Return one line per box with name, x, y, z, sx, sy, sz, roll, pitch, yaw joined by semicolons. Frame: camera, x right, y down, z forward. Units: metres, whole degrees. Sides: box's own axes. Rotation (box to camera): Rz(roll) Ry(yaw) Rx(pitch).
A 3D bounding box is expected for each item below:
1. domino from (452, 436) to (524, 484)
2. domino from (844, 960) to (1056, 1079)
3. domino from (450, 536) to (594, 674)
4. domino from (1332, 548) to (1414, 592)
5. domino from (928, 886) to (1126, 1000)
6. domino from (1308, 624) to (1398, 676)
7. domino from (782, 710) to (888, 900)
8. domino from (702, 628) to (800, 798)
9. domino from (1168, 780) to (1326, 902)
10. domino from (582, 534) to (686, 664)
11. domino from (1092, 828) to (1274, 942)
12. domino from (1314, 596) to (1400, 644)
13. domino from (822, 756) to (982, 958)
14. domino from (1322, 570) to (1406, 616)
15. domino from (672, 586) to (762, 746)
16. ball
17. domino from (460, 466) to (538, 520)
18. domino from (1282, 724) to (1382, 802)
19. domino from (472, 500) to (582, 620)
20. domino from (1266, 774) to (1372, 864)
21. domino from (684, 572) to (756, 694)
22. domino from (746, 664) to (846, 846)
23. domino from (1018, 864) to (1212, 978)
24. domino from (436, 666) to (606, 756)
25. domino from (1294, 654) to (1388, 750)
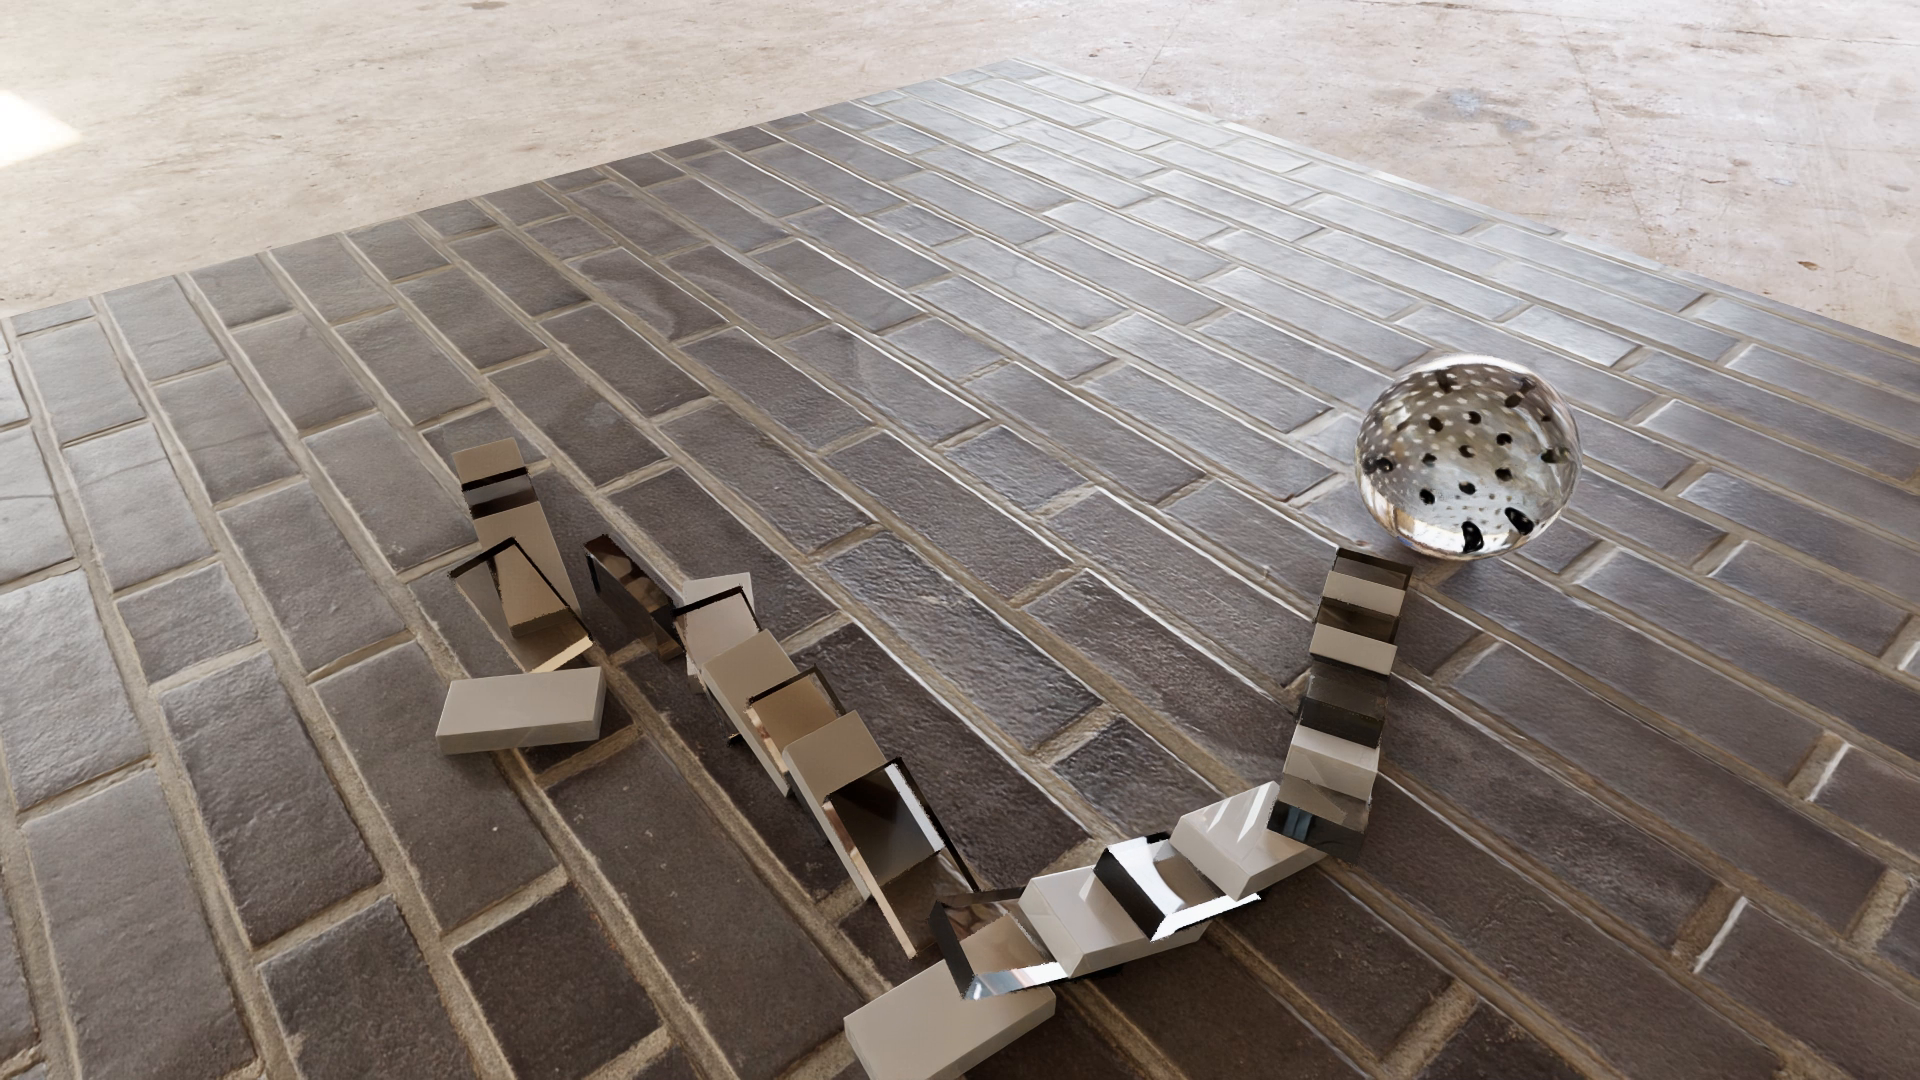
domino;-0.187;-0.017;0.449;0.025;0.010;0.050;-19;66;-22
domino;-0.002;0.126;0.290;0.050;0.009;0.025;-22;44;-25
domino;-0.158;0.025;0.397;0.025;0.010;0.050;-36;73;-28
domino;0.150;0.013;0.403;0.025;0.009;0.050;17;-1;19
domino;0.019;0.107;0.298;0.050;0.010;0.025;4;32;-30
domino;0.133;0.037;0.373;0.025;0.010;0.050;17;-1;19
domino;-0.030;0.079;0.331;0.025;0.010;0.050;-25;70;-27
domino;-0.060;0.056;0.360;0.025;0.009;0.050;-29;70;-30
domino;0.087;0.087;0.322;0.050;0.009;0.025;-4;33;-44
domino;-0.120;0.021;0.405;0.010;0.025;0.050;-29;48;-31
domino;0.064;0.095;0.312;0.050;0.009;0.025;0;33;-40
domino;0.138;0.029;0.383;0.025;0.010;0.050;17;-1;19
domino;-0.016;0.091;0.317;0.025;0.010;0.050;-24;69;-27
domino;0.143;0.021;0.393;0.025;0.009;0.050;17;-1;19
domino;-0.077;0.042;0.377;0.025;0.010;0.050;-21;66;-22
ball;0.195;-0.032;0.427;0.080;0.080;0.080;0;39;0
domino;-0.175;-0.003;0.432;0.025;0.010;0.050;-20;66;-22
domino;0.119;0.065;0.347;0.025;0.010;0.050;17;15;19
domino;-0.163;0.011;0.415;0.025;0.009;0.050;-20;66;-22
domino;0.109;0.078;0.331;0.025;0.009;0.050;20;16;19
domino;-0.087;0.033;0.403;0.025;0.010;0.050;-8;40;-10
domino;-0.044;0.067;0.346;0.025;0.010;0.050;-25;70;-28
domino;0.043;0.102;0.303;0.050;0.009;0.025;2;33;-38
domino;-0.148;0.058;0.373;0.050;0.009;0.025;-5;40;-6
domino;0.127;0.052;0.363;0.025;0.010;0.050;17;15;19
